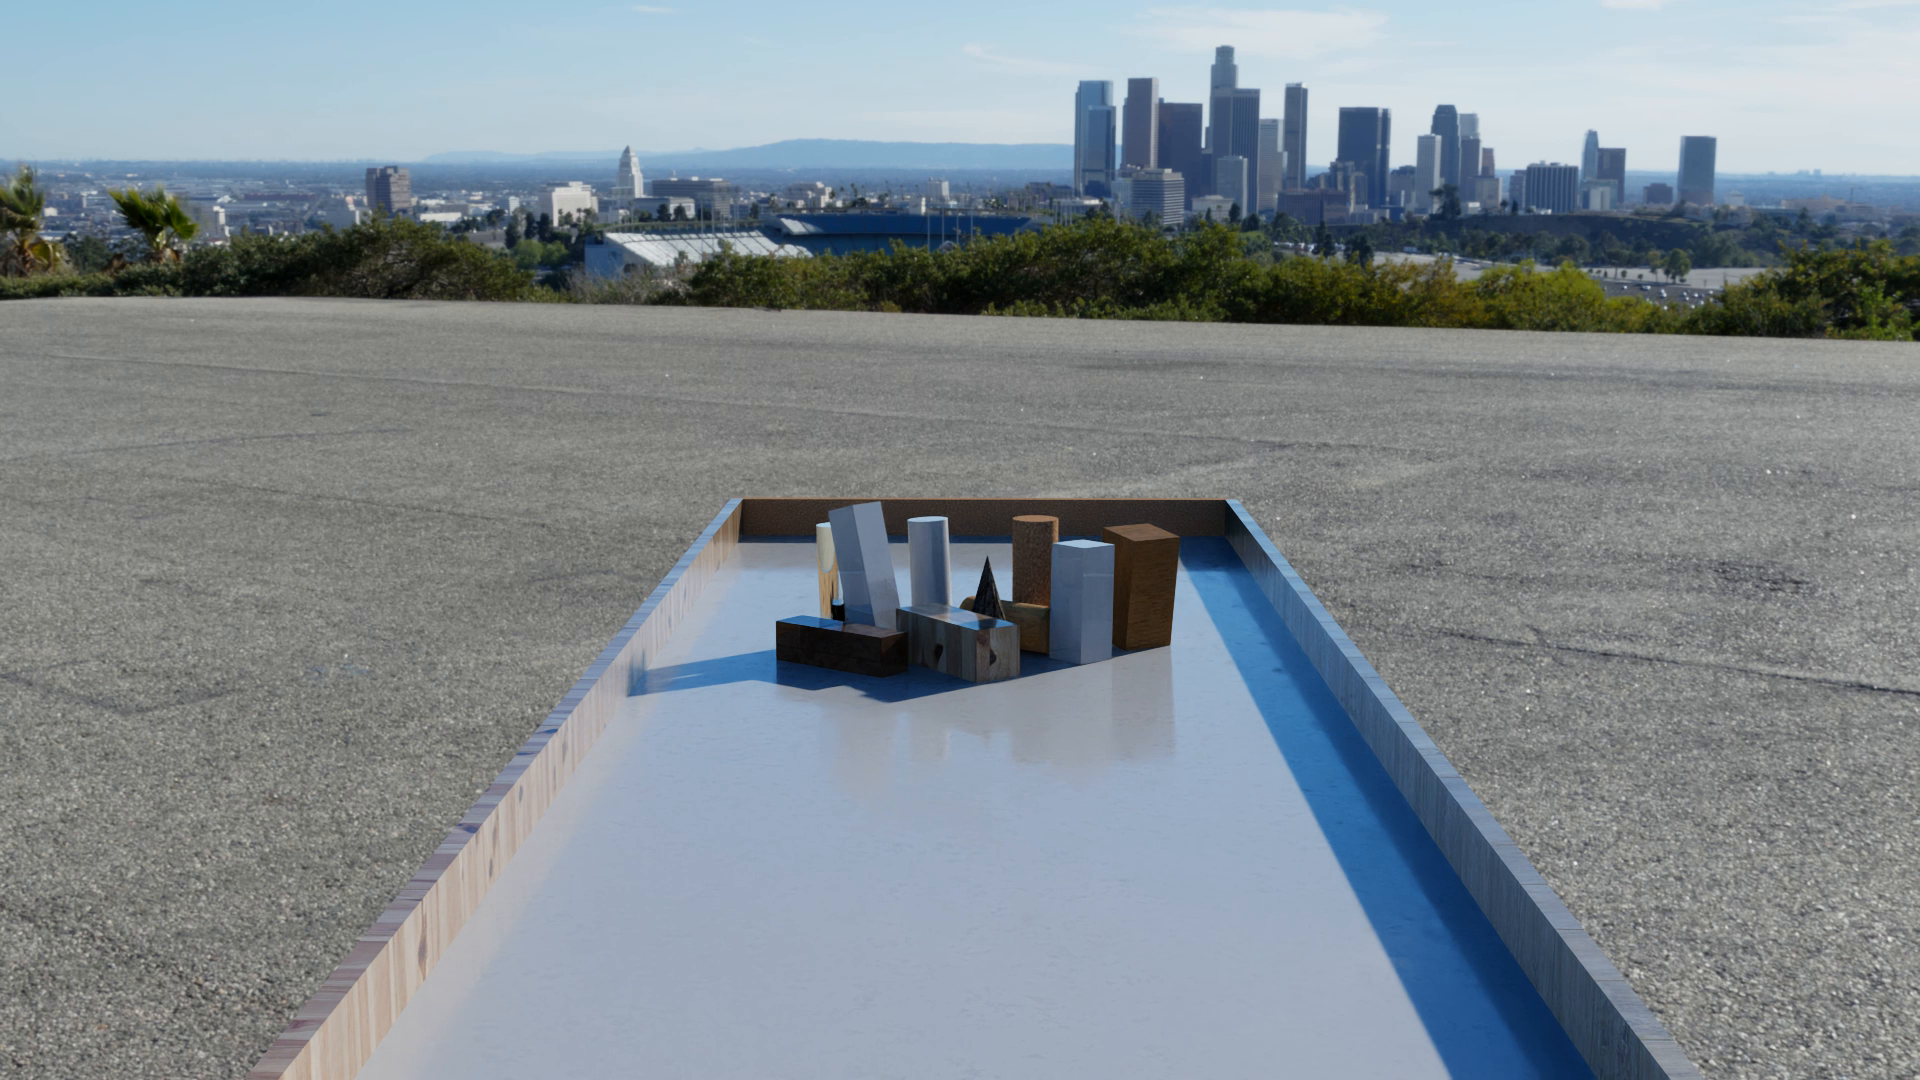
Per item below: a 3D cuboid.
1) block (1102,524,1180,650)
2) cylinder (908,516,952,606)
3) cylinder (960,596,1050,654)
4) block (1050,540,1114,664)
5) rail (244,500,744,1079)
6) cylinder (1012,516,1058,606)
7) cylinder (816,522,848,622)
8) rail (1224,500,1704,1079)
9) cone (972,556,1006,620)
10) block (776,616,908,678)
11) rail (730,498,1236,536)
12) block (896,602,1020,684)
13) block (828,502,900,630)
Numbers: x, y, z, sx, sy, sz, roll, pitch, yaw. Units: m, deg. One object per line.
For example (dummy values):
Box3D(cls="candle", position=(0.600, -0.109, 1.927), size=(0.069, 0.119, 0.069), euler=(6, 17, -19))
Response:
Box3D(cls="block", position=(0.555, 0.146, 6.903), size=(0.173, 0.353, 0.173), euler=(-5, 17, -30))
Box3D(cls="cylinder", position=(-0.093, 0.124, 6.978), size=(0.129, 0.384, 0.129), euler=(-3, 8, 0))
Box3D(cls="cylinder", position=(0.159, 0.264, 6.884), size=(0.322, 0.144, 0.144), euler=(7, 11, 38))
Box3D(cls="block", position=(0.371, 0.187, 6.690), size=(0.135, 0.354, 0.135), euler=(-6, 11, -42))
Box3D(cls="rail", position=(-1.004, 0.839, 3.234), size=(0.050, 0.150, 12.000), euler=(0, 9, 1))
Box3D(cls="cylinder", position=(0.239, 0.124, 6.984), size=(0.144, 0.389, 0.144), euler=(0, 9, 0))
Box3D(cls="cylinder", position=(-0.372, 0.138, 6.920), size=(0.146, 0.376, 0.146), euler=(-2, 7, 0))
Box3D(cls="rail", position=(1.046, 0.843, 3.208), size=(0.050, 0.150, 12.000), euler=(0, 9, 1))
Box3D(cls="cone", position=(0.084, 0.200, 6.749), size=(0.175, 0.313, 0.175), euler=(0, 9, 0))
Box3D(cls="block", position=(-0.358, 0.318, 6.618), size=(0.419, 0.120, 0.120), euler=(7, 11, 37))
Box3D(cls="rail", position=(0.099, -0.098, 9.147), size=(2.100, 0.150, 0.050), euler=(0, 9, 1))
Box3D(cls="block", position=(-0.009, 0.305, 6.588), size=(0.156, 0.156, 0.423), euler=(-6, 11, -35))
Box3D(cls="block", position=(-0.284, 0.118, 6.768), size=(0.117, 0.453, 0.117), euler=(-9, -3, -45))
